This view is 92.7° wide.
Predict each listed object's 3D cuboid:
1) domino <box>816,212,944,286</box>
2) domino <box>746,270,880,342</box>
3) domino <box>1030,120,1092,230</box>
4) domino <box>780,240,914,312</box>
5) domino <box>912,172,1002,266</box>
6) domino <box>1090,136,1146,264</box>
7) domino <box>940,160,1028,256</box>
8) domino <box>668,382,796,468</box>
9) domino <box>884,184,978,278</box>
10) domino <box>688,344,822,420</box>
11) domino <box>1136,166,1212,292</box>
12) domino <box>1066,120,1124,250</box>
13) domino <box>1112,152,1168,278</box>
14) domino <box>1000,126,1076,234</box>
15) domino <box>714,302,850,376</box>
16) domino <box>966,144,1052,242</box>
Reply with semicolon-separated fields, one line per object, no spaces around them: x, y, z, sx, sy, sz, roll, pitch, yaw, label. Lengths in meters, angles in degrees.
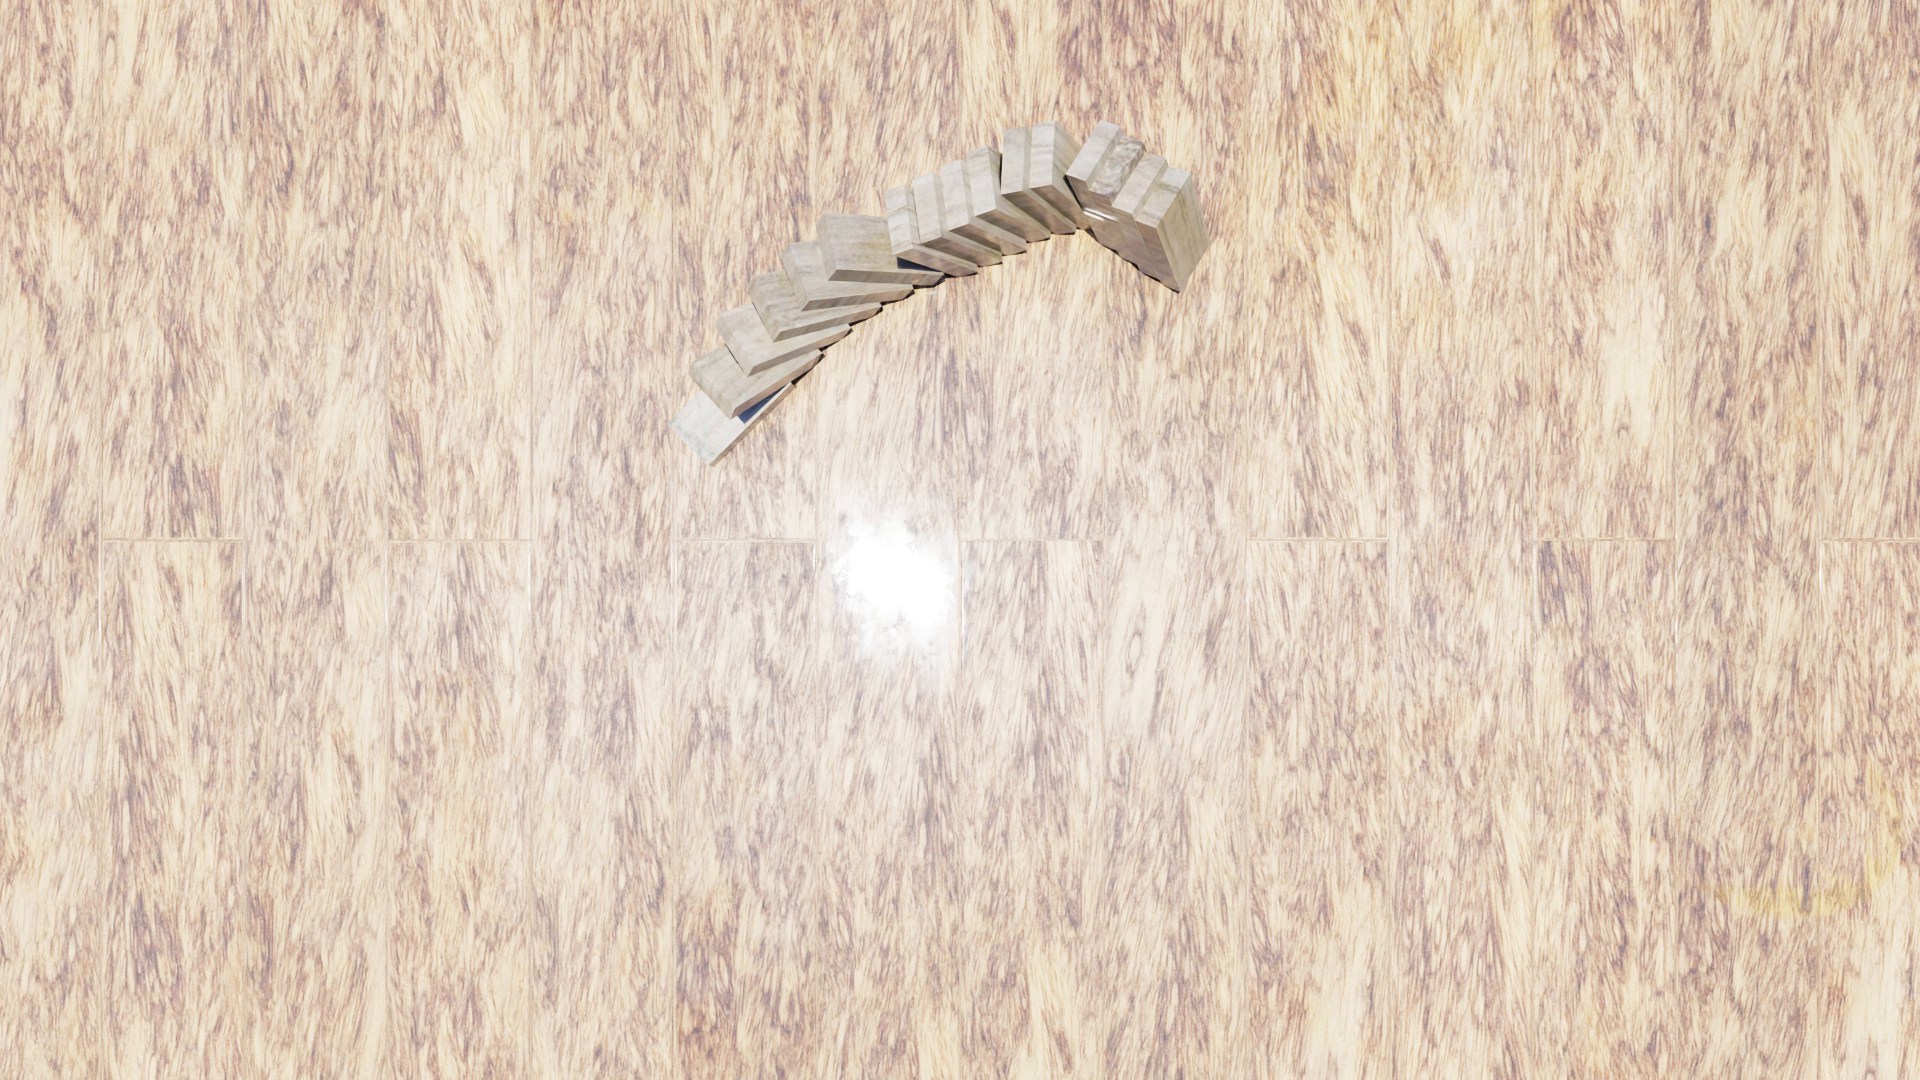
-0.033;-0.120;0.381;0.050;0.009;0.025;-8;80;-33;domino
-0.060;-0.101;0.382;0.050;0.010;0.025;-25;88;-34;domino
0.045;-0.149;0.376;0.009;0.050;0.025;3;89;32;domino
-0.046;-0.111;0.381;0.050;0.009;0.025;-17;85;-34;domino
0.000;-0.130;0.376;0.009;0.050;0.025;-8;90;31;domino
0.070;-0.138;0.376;0.009;0.050;0.025;32;90;28;domino
0.010;-0.135;0.376;0.010;0.050;0.025;-8;90;31;domino
-0.098;-0.058;0.395;0.050;0.010;0.025;-44;90;0;domino
-0.011;-0.126;0.376;0.009;0.050;0.025;-8;90;32;domino
-0.085;-0.073;0.381;0.025;0.010;0.050;47;55;1;domino
0.088;-0.126;0.376;0.009;0.050;0.025;32;90;28;domino
0.061;-0.144;0.376;0.010;0.050;0.025;32;90;28;domino
0.079;-0.132;0.376;0.009;0.050;0.025;32;90;28;domino
0.034;-0.146;0.376;0.010;0.050;0.025;3;90;32;domino
-0.073;-0.089;0.382;0.050;0.009;0.025;-32;89;-35;domino
0.021;-0.141;0.376;0.009;0.050;0.025;-8;90;31;domino
